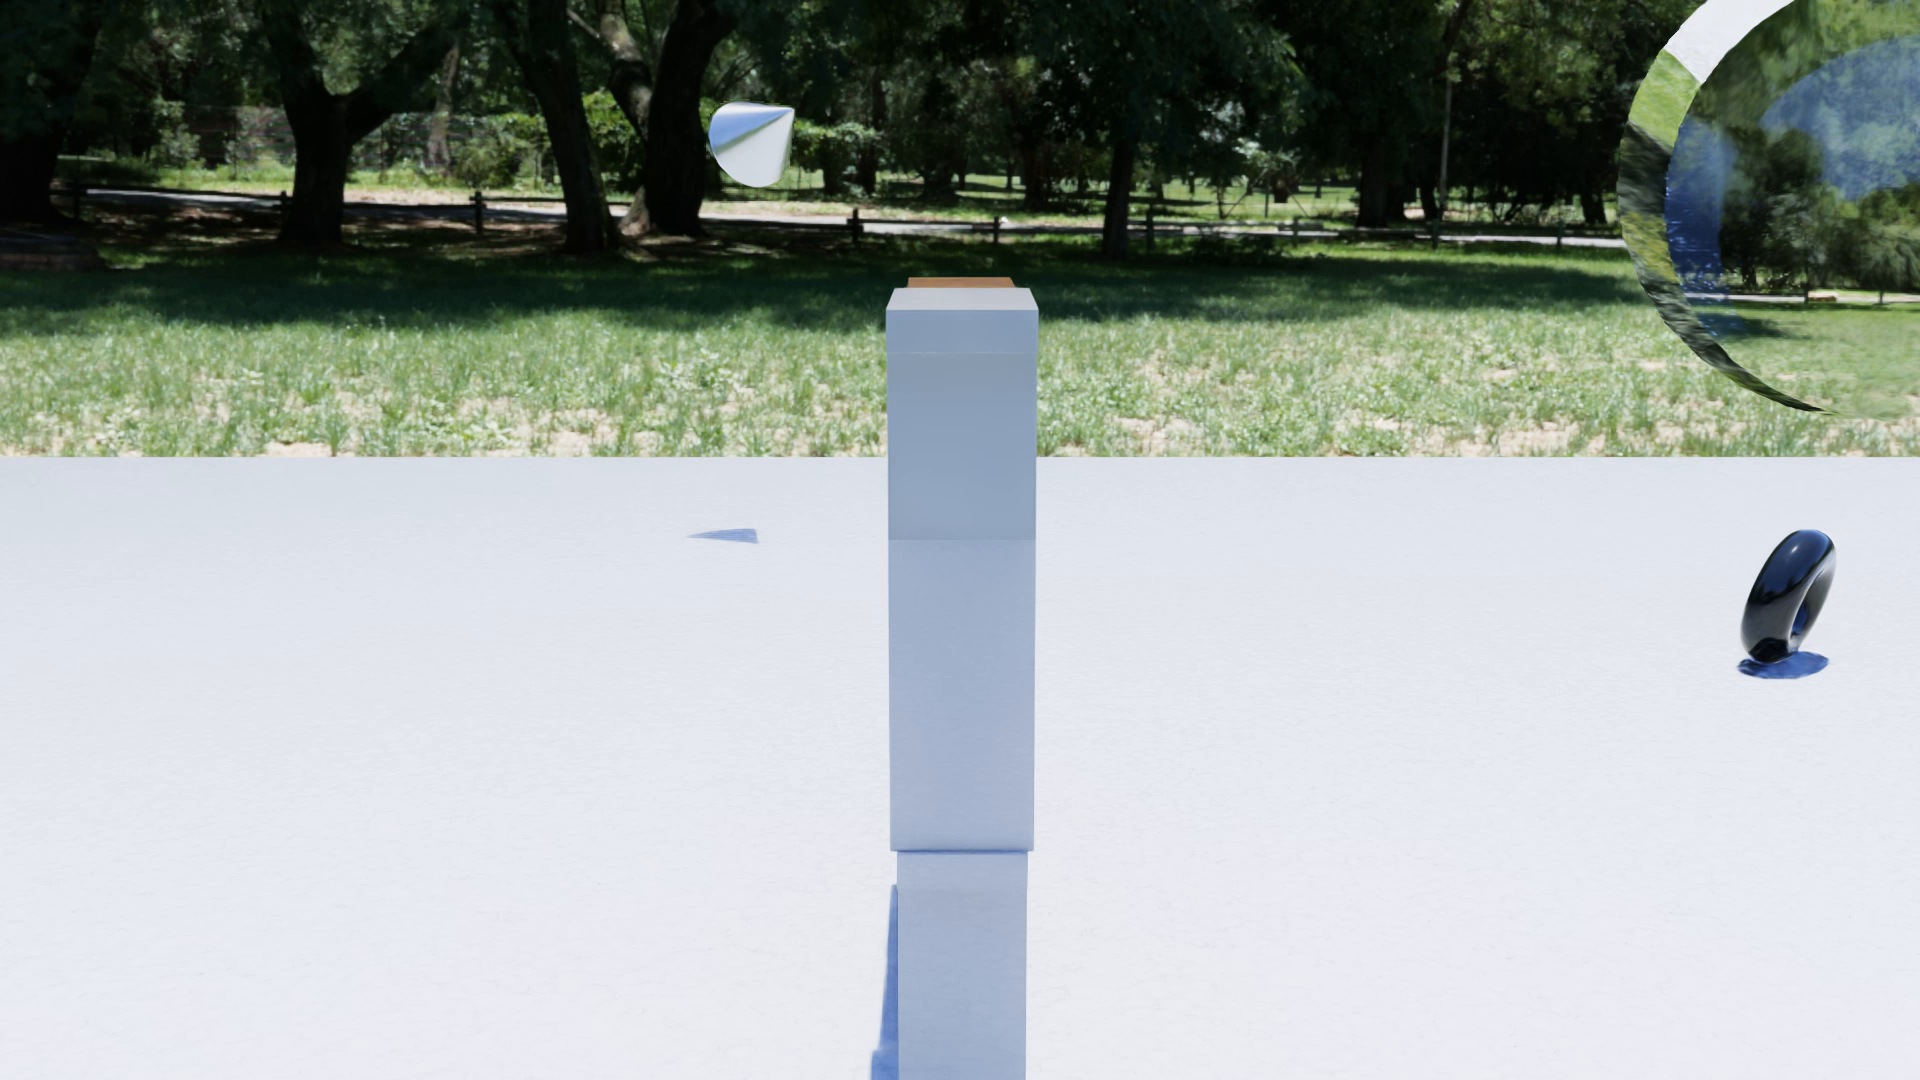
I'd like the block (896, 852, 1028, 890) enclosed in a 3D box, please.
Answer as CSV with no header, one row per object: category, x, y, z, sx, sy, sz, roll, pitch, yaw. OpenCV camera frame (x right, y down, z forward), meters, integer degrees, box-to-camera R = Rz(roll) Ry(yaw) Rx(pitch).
block,0.003,0.382,2.884,0.162,0.046,0.325,0,11,0

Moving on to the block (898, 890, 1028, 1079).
block,0.003,0.584,2.812,0.162,0.325,0.046,0,11,0

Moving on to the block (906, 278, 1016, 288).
block,0.001,-0.376,3.440,0.166,0.047,0.333,0,10,-1

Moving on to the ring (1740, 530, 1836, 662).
ring,1.970,0.134,5.229,0.114,0.343,0.343,27,24,32

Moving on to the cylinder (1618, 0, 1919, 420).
cylinder,0.414,-0.164,0.984,0.221,0.221,0.221,5,6,26

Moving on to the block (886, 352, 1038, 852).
block,0.002,0.076,2.699,0.179,0.623,0.051,0,11,0

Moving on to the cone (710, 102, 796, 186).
cone,-0.510,-1.121,5.963,0.250,0.250,0.250,-8,-9,-37

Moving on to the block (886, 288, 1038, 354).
block,0.003,-0.277,2.755,0.179,0.051,0.358,0,11,0
